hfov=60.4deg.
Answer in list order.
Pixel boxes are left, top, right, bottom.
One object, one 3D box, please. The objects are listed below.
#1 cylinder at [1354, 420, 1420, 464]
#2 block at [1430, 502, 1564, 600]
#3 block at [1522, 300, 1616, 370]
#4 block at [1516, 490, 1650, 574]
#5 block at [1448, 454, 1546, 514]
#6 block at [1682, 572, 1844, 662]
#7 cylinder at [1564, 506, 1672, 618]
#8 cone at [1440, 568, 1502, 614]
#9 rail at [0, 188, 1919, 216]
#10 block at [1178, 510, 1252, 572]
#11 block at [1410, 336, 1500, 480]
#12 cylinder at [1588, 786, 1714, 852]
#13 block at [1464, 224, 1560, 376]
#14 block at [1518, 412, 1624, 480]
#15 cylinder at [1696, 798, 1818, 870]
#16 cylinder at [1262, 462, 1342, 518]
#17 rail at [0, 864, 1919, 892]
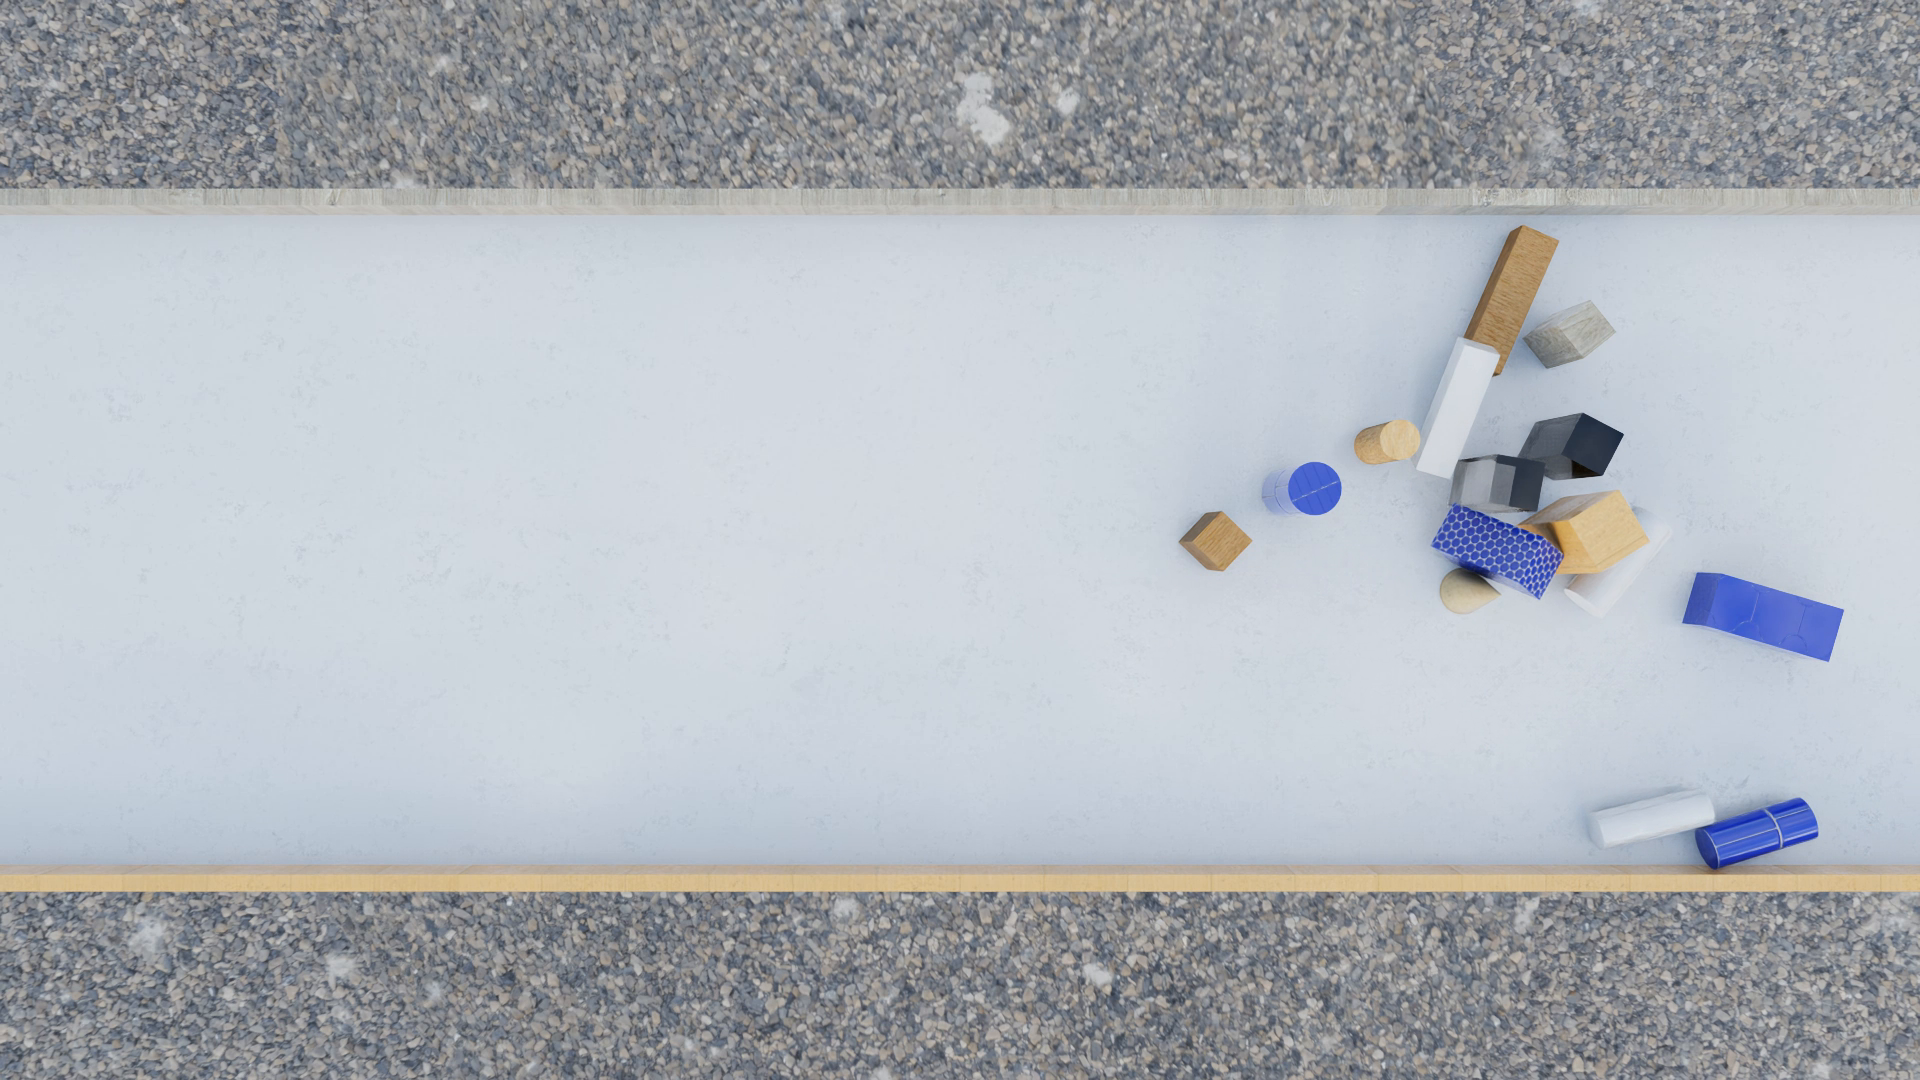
[{"bbox_3d":[1.271,-0.290,4.919,0.117,0.314,0.117,0,90,0],"label":"cylinder"},{"bbox_3d":[1.596,0.032,4.908,0.150,0.319,0.150,29,90,-42],"label":"block"},{"bbox_3d":[1.816,-0.611,4.925,0.121,0.303,0.121,-39,90,0],"label":"block"},{"bbox_3d":[1.833,-0.019,4.877,0.173,0.390,0.173,-31,90,-4],"label":"block"},{"bbox_3d":[1.585,-0.163,4.883,0.141,0.387,0.141,10,90,0],"label":"block"},{"bbox_3d":[2.429,0.232,4.995,0.382,0.163,0.163,16,90,0],"label":"block"},{"bbox_3d":[1.998,0.067,5.007,0.139,0.139,0.328,40,90,0],"label":"cylinder"},{"bbox_3d":[1.548,0.157,4.892,0.144,0.368,0.144,0,90,0],"label":"cone"},{"bbox_3d":[-2.247,-1.025,5.002,12.000,0.150,0.050,0,90,0],"label":"rail"},{"bbox_3d":[0.759,0.004,4.920,0.124,0.312,0.124,44,90,0],"label":"block"},{"bbox_3d":[1.485,-0.396,4.954,0.108,0.108,0.400,16,111,0],"label":"block"},{"bbox_3d":[2.100,0.849,5.018,0.342,0.117,0.117,-14,90,0],"label":"cylinder"},{"bbox_3d":[1.659,-0.723,5.016,0.120,0.120,0.440,24,90,0],"label":"block"},{"bbox_3d":[1.800,-0.273,4.884,0.134,0.385,0.134,27,90,0],"label":"block"},{"bbox_3d":[2.419,0.891,5.011,0.315,0.132,0.132,-17,90,0],"label":"cylinder"},{"bbox_3d":[1.004,-0.145,4.871,0.152,0.410,0.152,0,90,0],"label":"cylinder"},{"bbox_3d":[-2.247,1.025,5.001,12.000,0.150,0.050,0,90,0],"label":"rail"}]
